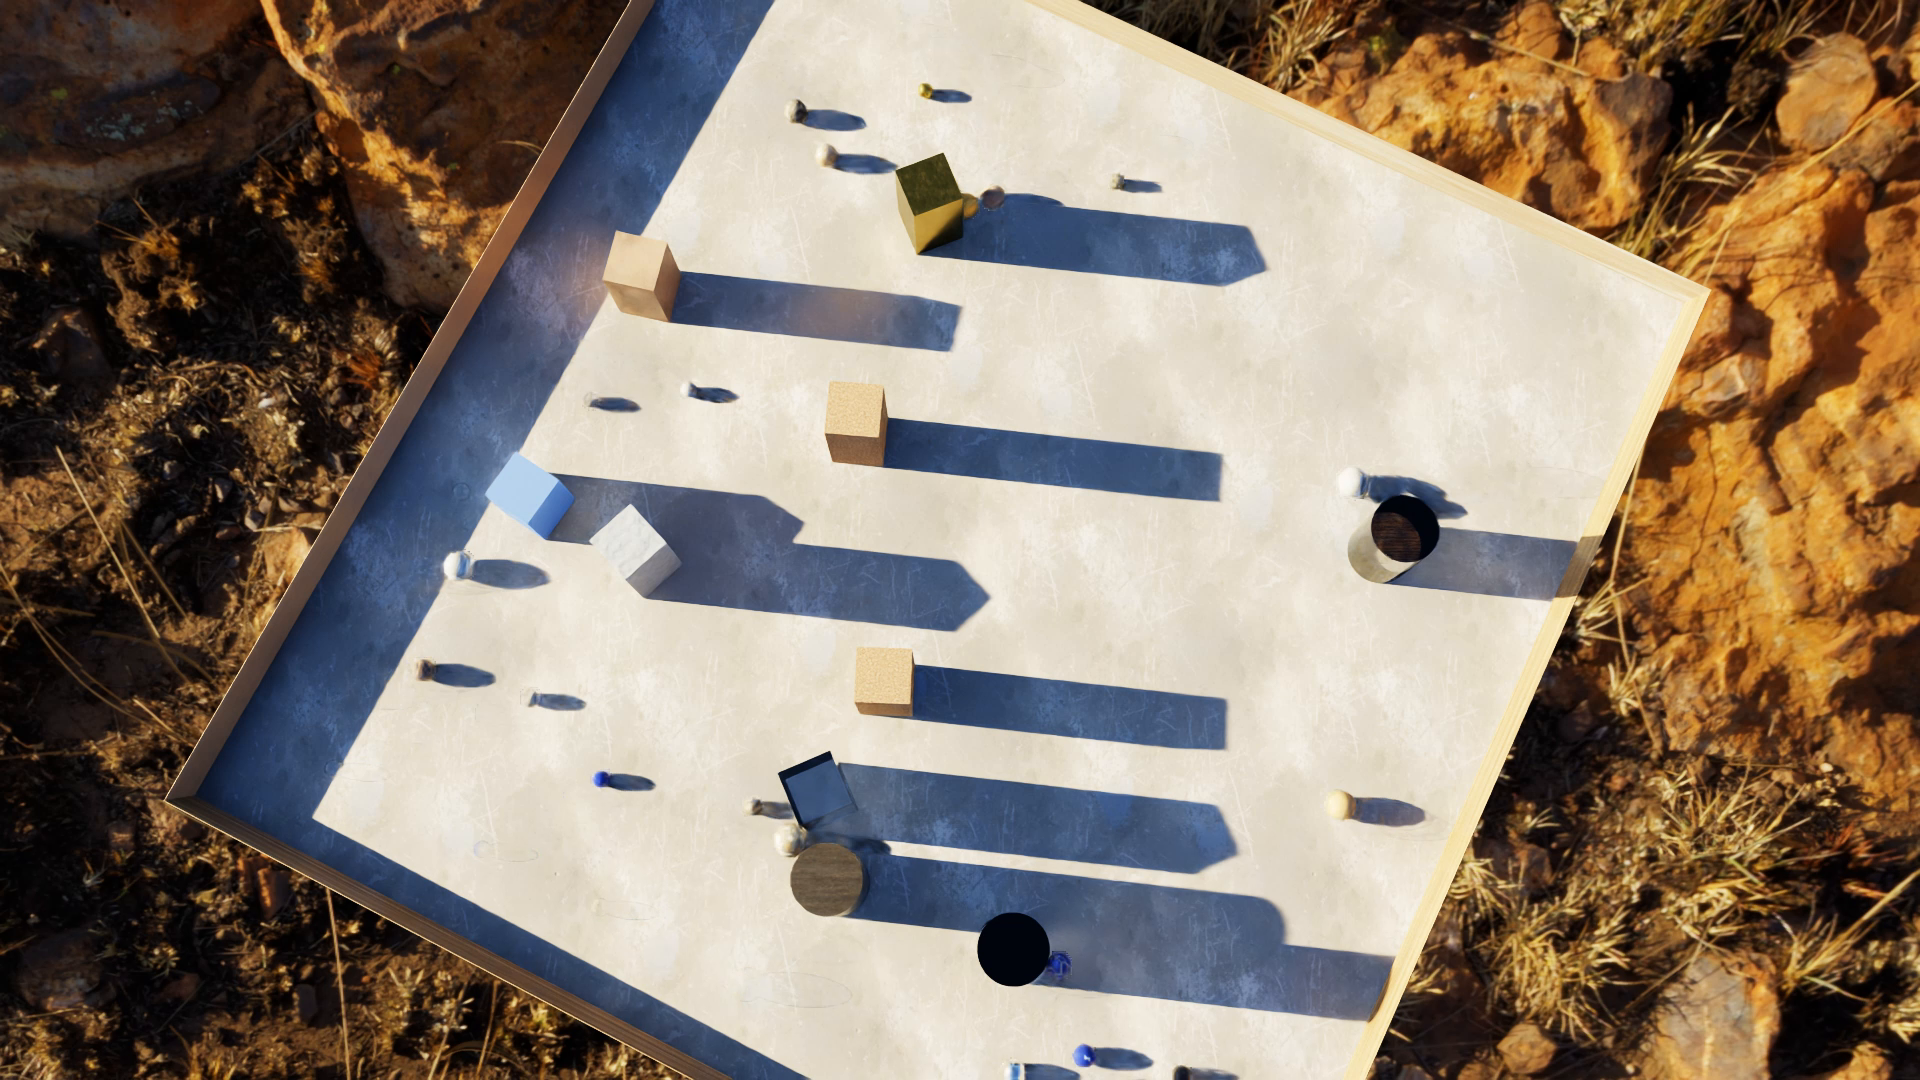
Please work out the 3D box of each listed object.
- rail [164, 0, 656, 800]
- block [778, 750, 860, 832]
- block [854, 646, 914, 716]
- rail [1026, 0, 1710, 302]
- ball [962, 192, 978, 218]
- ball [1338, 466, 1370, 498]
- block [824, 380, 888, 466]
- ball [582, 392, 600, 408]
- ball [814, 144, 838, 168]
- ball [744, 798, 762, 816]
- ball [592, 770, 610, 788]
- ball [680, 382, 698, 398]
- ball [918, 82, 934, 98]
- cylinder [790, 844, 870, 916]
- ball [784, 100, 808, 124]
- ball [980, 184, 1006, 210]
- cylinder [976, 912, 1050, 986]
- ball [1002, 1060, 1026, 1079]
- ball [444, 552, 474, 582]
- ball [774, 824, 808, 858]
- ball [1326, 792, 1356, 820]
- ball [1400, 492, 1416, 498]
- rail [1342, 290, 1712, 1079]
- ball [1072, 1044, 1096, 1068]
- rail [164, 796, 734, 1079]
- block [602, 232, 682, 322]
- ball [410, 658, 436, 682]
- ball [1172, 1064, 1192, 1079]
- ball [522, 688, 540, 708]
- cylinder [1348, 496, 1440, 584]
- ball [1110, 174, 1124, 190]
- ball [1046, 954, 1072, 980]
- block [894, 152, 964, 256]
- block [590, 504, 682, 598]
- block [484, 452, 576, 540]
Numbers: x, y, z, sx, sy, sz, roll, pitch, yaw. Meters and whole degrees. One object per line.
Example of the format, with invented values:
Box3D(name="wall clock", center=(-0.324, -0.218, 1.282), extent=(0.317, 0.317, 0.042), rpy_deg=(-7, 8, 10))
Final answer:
Box3D(name="rail", center=(-1.519, -0.737, 5.702), extent=(0.045, 0.129, 3.469), rpy_deg=(26, 80, 5))
Box3D(name="block", center=(-0.404, 0.727, 5.272), extent=(0.158, 0.381, 0.158), rpy_deg=(-23, 79, -5))
Box3D(name="block", center=(-0.218, 0.417, 5.368), extent=(0.158, 0.317, 0.158), rpy_deg=(2, 78, 0))
Box3D(name="rail", center=(0.765, -1.492, 5.859), extent=(3.445, 0.129, 0.045), rpy_deg=(26, 80, 5))
Box3D(name="ball", center=(0.017, -1.058, 5.794), extent=(0.082, 0.082, 0.082), rpy_deg=(0, 78, 0))
Box3D(name="ball", center=(1.205, -0.175, 5.604), extent=(0.097, 0.097, 0.097), rpy_deg=(0, 78, 0))
Box3D(name="block", center=(-0.309, -0.346, 5.510), extent=(0.158, 0.350, 0.158), rpy_deg=(5, 78, 1))
Box3D(name="ball", center=(-1.143, -0.433, 5.680), extent=(0.051, 0.051, 0.051), rpy_deg=(0, 78, 0))
Box3D(name="ball", center=(-0.424, -1.222, 5.831), extent=(0.075, 0.075, 0.075), rpy_deg=(0, 78, 0))
Box3D(name="ball", center=(-0.613, 0.790, 5.425), extent=(0.055, 0.055, 0.055), rpy_deg=(0, 78, 0))
Box3D(name="ball", center=(-1.064, 0.711, 5.442), extent=(0.053, 0.053, 0.053), rpy_deg=(0, 78, 0))
Box3D(name="ball", center=(-0.841, -0.465, 5.687), extent=(0.051, 0.051, 0.051), rpy_deg=(0, 78, 0))
Box3D(name="ball", center=(-0.111, -1.444, 5.890), extent=(0.050, 0.050, 0.050), rpy_deg=(0, 78, 0))
Box3D(name="cylinder", center=(-0.364, 0.969, 5.205), extent=(0.198, 0.413, 0.198), rpy_deg=(0, 78, 0))
Box3D(name="ball", center=(-0.525, -1.370, 5.861), extent=(0.076, 0.076, 0.076), rpy_deg=(0, 78, 0))
Box3D(name="ball", center=(0.105, -1.087, 5.802), extent=(0.077, 0.077, 0.077), rpy_deg=(0, 78, 0))
Box3D(name="cylinder", center=(0.145, 1.151, 5.167), extent=(0.198, 0.414, 0.198), rpy_deg=(0, 78, 0))
Box3D(name="ball", center=(0.155, 1.529, 5.267), extent=(0.066, 0.066, 0.066), rpy_deg=(0, 78, 0))
Box3D(name="ball", center=(-1.517, 0.081, 5.554), extent=(0.090, 0.090, 0.090), rpy_deg=(0, 78, 0))
Box3D(name="ball", center=(-0.498, 0.883, 5.383), extent=(0.099, 0.099, 0.099), rpy_deg=(0, 78, 0))
Box3D(name="ball", center=(1.127, 0.785, 5.410), extent=(0.085, 0.085, 0.085), rpy_deg=(0, 78, 0))
Box3D(name="ball", center=(1.367, -0.113, 5.607), extent=(0.066, 0.066, 0.066), rpy_deg=(0, 78, 0))
Box3D(name="rail", center=(1.519, 0.751, 5.394), extent=(0.045, 0.129, 3.469), rpy_deg=(26, 80, 5))
Box3D(name="ball", center=(0.359, 1.485, 5.275), extent=(0.067, 0.067, 0.067), rpy_deg=(0, 78, 0))
Box3D(name="rail", center=(-0.765, 1.505, 5.238), extent=(3.445, 0.129, 0.045), rpy_deg=(26, 80, 5))
Box3D(name="block", center=(-0.973, -0.805, 5.631), extent=(0.158, 0.299, 0.158), rpy_deg=(13, 79, 3))
Box3D(name="ball", center=(-1.611, 0.391, 5.499), extent=(0.071, 0.071, 0.071), rpy_deg=(0, 78, 0))
Box3D(name="ball", center=(0.638, 1.539, 5.268), extent=(0.058, 0.058, 0.058), rpy_deg=(0, 78, 0))
Box3D(name="ball", center=(-1.285, 0.474, 5.491), extent=(0.055, 0.055, 0.055), rpy_deg=(0, 78, 0))
Box3D(name="cylinder", center=(1.284, 0.002, 5.447), extent=(0.198, 0.331, 0.198), rpy_deg=(0, 78, 0))
Box3D(name="ball", center=(0.499, -1.141, 5.827), extent=(0.050, 0.050, 0.050), rpy_deg=(0, 78, 0))
Box3D(name="ball", center=(0.286, 1.237, 5.319), extent=(0.073, 0.073, 0.073), rpy_deg=(0, 78, 0))
Box3D(name="block", center=(-0.093, -1.036, 5.665), extent=(0.158, 0.326, 0.158), rpy_deg=(-21, 79, -4))
Box3D(name="block", center=(-0.959, 0.037, 5.446), extent=(0.158, 0.319, 0.158), rpy_deg=(-42, 81, -8))
Box3D(name="block", center=(-1.293, -0.131, 5.522), extent=(0.158, 0.239, 0.158), rpy_deg=(33, 80, 6))
